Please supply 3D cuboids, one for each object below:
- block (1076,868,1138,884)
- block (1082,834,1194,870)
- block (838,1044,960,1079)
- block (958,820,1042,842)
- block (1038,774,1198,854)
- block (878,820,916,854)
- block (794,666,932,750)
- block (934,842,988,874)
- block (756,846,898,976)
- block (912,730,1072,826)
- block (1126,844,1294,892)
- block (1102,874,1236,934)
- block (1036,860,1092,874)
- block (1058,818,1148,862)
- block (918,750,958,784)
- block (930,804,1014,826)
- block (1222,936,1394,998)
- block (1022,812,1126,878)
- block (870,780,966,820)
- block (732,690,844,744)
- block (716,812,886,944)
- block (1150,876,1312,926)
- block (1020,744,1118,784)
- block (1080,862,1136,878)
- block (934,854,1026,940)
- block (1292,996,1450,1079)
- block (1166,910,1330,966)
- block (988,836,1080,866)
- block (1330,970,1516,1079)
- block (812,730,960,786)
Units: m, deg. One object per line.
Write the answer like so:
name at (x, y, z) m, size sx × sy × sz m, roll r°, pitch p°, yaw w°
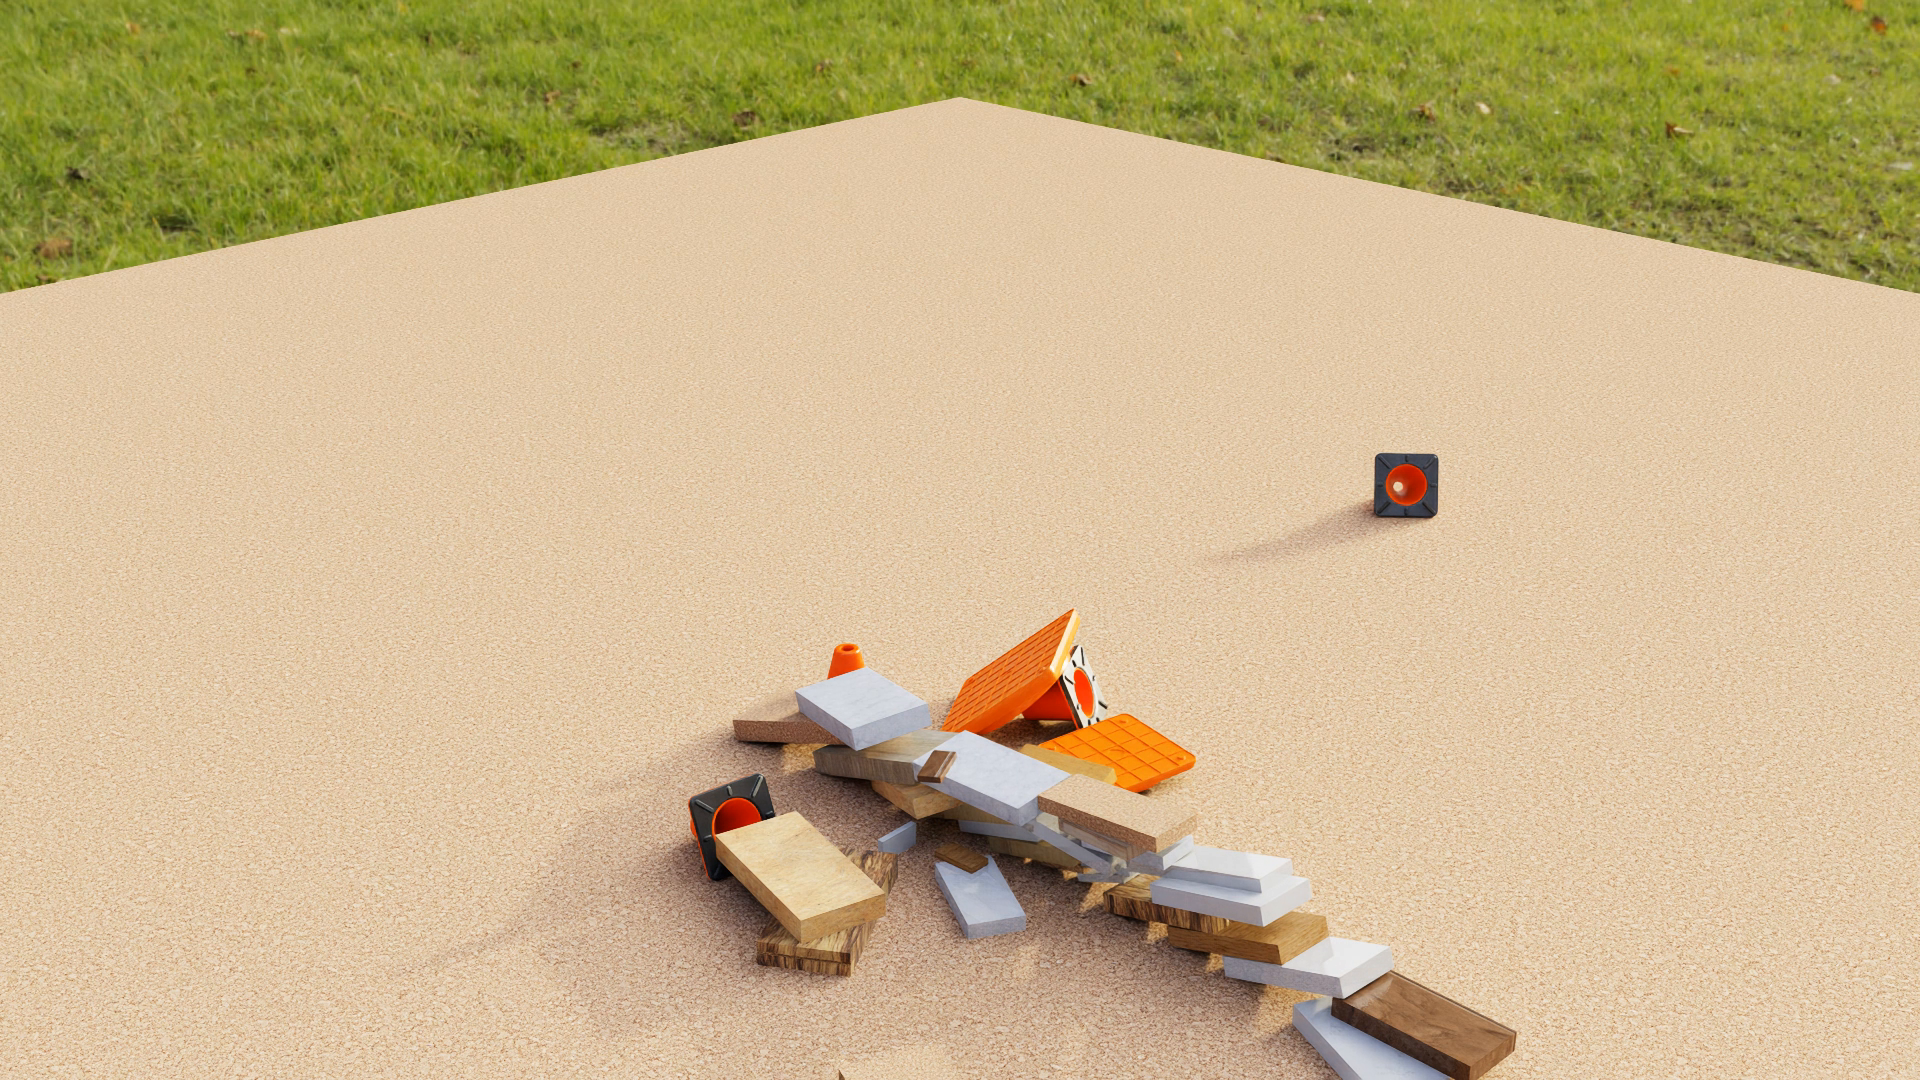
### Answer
block at (0.286, 0.634, 4.195) m, size 0.117 × 0.017 × 0.058 m, roll -6°, pitch 12°, yaw 46°
block at (0.328, 0.559, 4.078) m, size 0.189 × 0.027 × 0.095 m, roll 11°, pitch 26°, yaw 40°
block at (-0.052, 0.936, 3.492) m, size 0.174 × 0.049 × 0.347 m, roll -9°, pitch 25°, yaw -21°
block at (0.112, 0.548, 4.327) m, size 0.113 × 0.032 × 0.227 m, roll -21°, pitch 13°, yaw -39°
block at (0.289, 0.504, 4.076) m, size 0.112 × 0.032 × 0.298 m, roll -23°, pitch 25°, yaw -39°
block at (-0.123, 0.591, 4.306) m, size 0.014 × 0.048 × 0.095 m, roll 19°, pitch 30°, yaw 38°
block at (-0.204, 0.347, 4.565) m, size 0.169 × 0.048 × 0.338 m, roll -17°, pitch 16°, yaw -20°
block at (0.003, 0.610, 4.225) m, size 0.095 × 0.014 × 0.048 m, roll 19°, pitch 30°, yaw 38°
block at (-0.242, 0.683, 4.088) m, size 0.174 × 0.049 × 0.347 m, roll 5°, pitch 23°, yaw 12°
block at (0.062, 0.460, 4.264) m, size 0.146 × 0.041 × 0.293 m, roll -28°, pitch 32°, yaw -36°
block at (0.452, 0.593, 4.008) m, size 0.314 × 0.027 × 0.095 m, roll 1°, pitch 17°, yaw 46°
block at (0.407, 0.663, 4.059) m, size 0.133 × 0.038 × 0.266 m, roll -21°, pitch 15°, yaw -40°
block at (0.210, 0.618, 4.255) m, size 0.117 × 0.017 × 0.059 m, roll 5°, pitch 20°, yaw 41°
block at (0.280, 0.537, 4.074) m, size 0.094 × 0.027 × 0.189 m, roll -20°, pitch 24°, yaw -34°
block at (-0.044, 0.440, 4.271) m, size 0.048 × 0.014 × 0.095 m, roll 2°, pitch 27°, yaw 20°
block at (0.050, 0.513, 4.387) m, size 0.146 × 0.041 × 0.292 m, roll -22°, pitch 14°, yaw -42°
block at (0.608, 0.740, 3.857) m, size 0.137 × 0.039 × 0.275 m, roll -20°, pitch 12°, yaw -38°
block at (0.227, 0.552, 4.179) m, size 0.227 × 0.032 × 0.113 m, roll 27°, pitch 35°, yaw 30°
block at (-0.070, 0.490, 4.428) m, size 0.146 × 0.041 × 0.293 m, roll -16°, pitch 11°, yaw -17°
block at (-0.301, 0.379, 4.706) m, size 0.337 × 0.048 × 0.169 m, roll -1°, pitch 18°, yaw 34°
block at (-0.301, 0.624, 4.101) m, size 0.174 × 0.049 × 0.347 m, roll -14°, pitch 26°, yaw -29°
block at (0.485, 0.631, 3.954) m, size 0.133 × 0.038 × 0.266 m, roll -20°, pitch 15°, yaw -39°
block at (0.197, 0.489, 4.500) m, size 0.223 × 0.032 × 0.112 m, roll 12°, pitch 45°, yaw 38°
block at (0.293, 0.611, 4.175) m, size 0.117 × 0.017 × 0.058 m, roll 6°, pitch 21°, yaw 42°
block at (0.037, 0.670, 4.140) m, size 0.112 × 0.032 × 0.223 m, roll -7°, pitch 24°, yaw -15°
block at (0.687, 0.856, 3.694) m, size 0.137 × 0.039 × 0.274 m, roll -9°, pitch 25°, yaw -20°
block at (0.516, 0.703, 3.953) m, size 0.133 × 0.038 × 0.266 m, roll -20°, pitch 13°, yaw -39°
block at (0.174, 0.583, 4.270) m, size 0.113 × 0.032 × 0.227 m, roll -22°, pitch 16°, yaw -40°
block at (0.778, 0.812, 3.697) m, size 0.137 × 0.039 × 0.275 m, roll -21°, pitch 31°, yaw -40°
block at (-0.135, 0.440, 4.524) m, size 0.169 × 0.048 × 0.338 m, roll -20°, pitch 12°, yaw -37°
